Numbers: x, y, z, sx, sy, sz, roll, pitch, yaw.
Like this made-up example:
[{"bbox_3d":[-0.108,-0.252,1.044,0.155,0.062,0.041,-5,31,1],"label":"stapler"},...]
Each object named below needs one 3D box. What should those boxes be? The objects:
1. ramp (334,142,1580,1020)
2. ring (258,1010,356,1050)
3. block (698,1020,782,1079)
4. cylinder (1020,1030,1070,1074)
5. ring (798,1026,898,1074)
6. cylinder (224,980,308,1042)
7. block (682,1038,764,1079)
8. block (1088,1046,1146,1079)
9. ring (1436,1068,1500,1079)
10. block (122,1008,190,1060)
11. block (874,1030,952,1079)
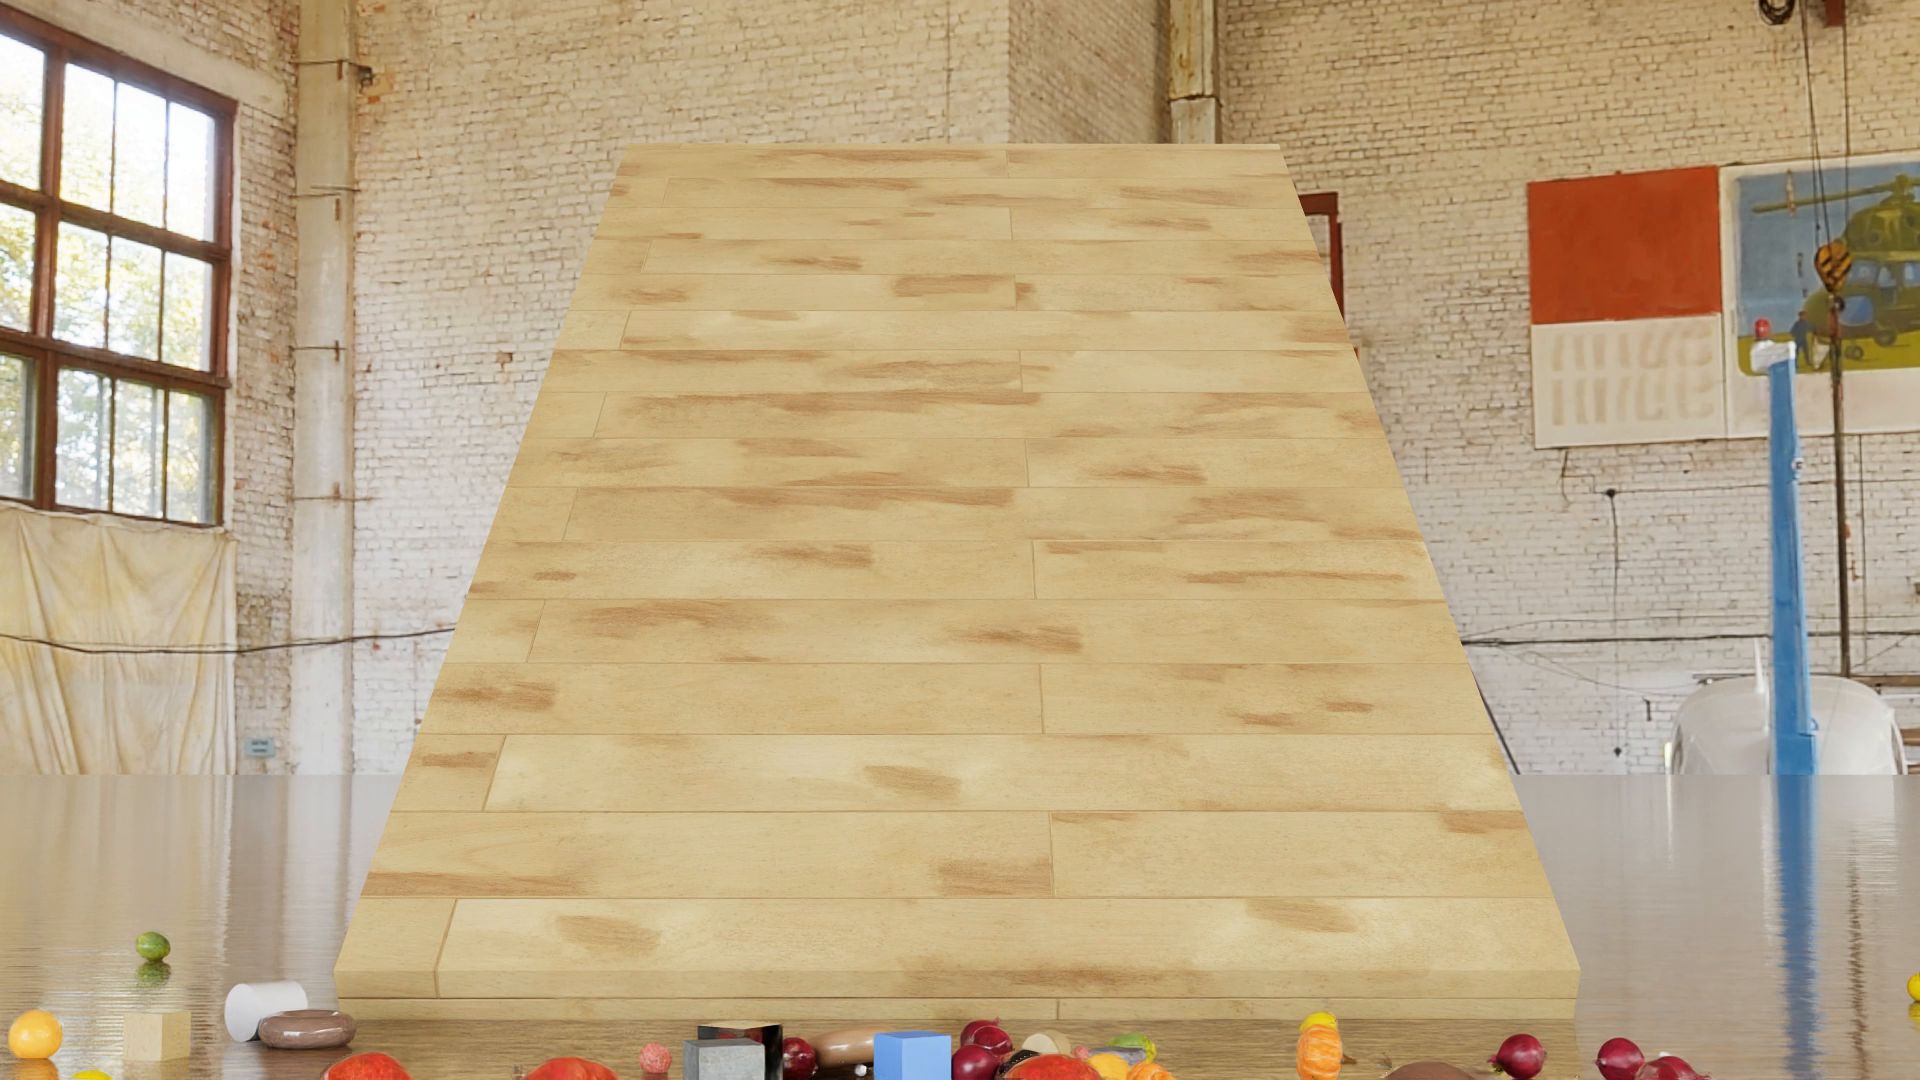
[{"bbox_3d":[-0.012,-0.220,5.619,2.000,0.100,4.000,0,29,0],"label":"ramp"},{"bbox_3d":[-0.961,0.721,3.527,0.141,0.047,0.141,1,-4,0],"label":"ring"},{"bbox_3d":[-0.283,0.663,3.078,0.077,0.077,0.077,-4,-7,35],"label":"block"},{"bbox_3d":[0.116,0.689,3.220,0.053,0.053,0.053,-2,-3,22],"label":"cylinder"},{"bbox_3d":[-0.147,0.683,3.208,0.144,0.048,0.144,-8,-17,-2],"label":"ring"},{"bbox_3d":[-1.044,0.708,3.604,0.086,0.086,0.086,-4,-7,38],"label":"cylinder"},{"bbox_3d":[-0.283,0.641,2.858,0.079,0.079,0.079,2,-6,-20],"label":"block"},{"bbox_3d":[0.196,0.664,2.982,0.057,0.057,0.057,-2,-6,20],"label":"block"},{"bbox_3d":[0.637,0.680,2.999,0.084,0.028,0.084,1,-4,0],"label":"ring"},{"bbox_3d":[-1.134,0.698,3.379,0.064,0.064,0.064,-2,-6,19],"label":"block"},{"bbox_3d":[-0.060,0.660,3.022,0.071,0.071,0.071,3,-6,-32],"label":"block"}]
